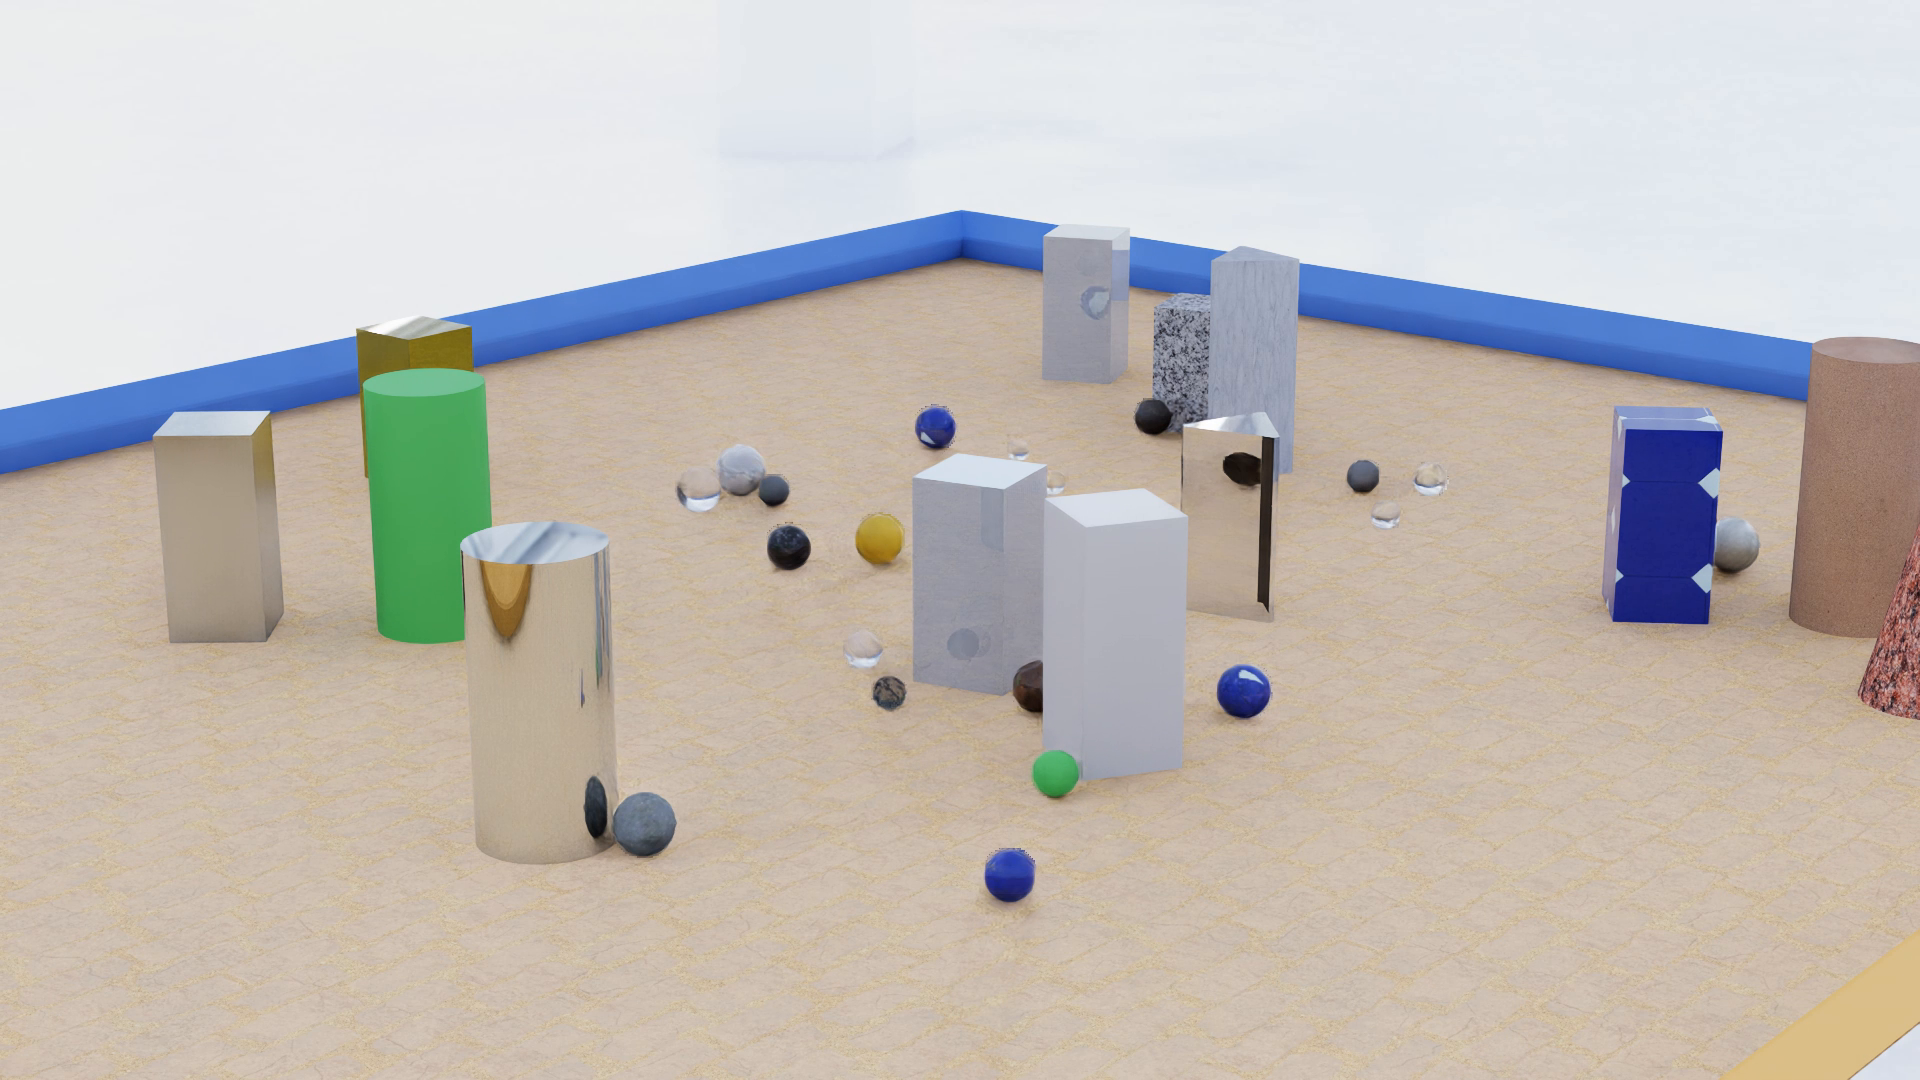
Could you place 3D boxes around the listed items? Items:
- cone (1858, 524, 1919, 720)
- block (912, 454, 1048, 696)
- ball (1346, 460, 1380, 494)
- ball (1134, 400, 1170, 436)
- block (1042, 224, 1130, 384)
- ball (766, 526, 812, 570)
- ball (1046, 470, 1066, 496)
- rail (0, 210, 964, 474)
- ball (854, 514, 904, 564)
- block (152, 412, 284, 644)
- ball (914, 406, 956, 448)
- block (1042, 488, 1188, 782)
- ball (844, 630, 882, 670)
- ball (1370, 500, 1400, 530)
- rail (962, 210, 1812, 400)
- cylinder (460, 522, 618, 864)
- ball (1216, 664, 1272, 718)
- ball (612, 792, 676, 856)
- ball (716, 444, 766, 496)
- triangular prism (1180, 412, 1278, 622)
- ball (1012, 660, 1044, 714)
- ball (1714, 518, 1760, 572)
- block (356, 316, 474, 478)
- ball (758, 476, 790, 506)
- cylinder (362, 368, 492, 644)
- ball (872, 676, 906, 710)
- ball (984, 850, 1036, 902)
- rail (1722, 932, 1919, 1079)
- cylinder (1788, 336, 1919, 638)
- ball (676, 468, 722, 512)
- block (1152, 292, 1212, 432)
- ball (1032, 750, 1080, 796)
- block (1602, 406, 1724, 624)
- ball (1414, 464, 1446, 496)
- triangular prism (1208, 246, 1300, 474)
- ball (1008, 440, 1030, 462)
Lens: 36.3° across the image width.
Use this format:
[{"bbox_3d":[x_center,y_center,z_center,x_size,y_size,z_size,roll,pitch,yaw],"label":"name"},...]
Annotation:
[{"bbox_3d":[1.519,0.049,4.560,0.200,0.423,0.200,0,17,0],"label":"cone"},{"bbox_3d":[0.032,0.053,4.689,0.160,0.340,0.160,8,19,25],"label":"block"},{"bbox_3d":[0.792,-0.125,5.758,0.065,0.065,0.065,0,17,0],"label":"ball"},{"bbox_3d":[0.407,-0.259,6.185,0.075,0.075,0.075,0,17,0],"label":"ball"},{"bbox_3d":[0.287,-0.538,6.671,0.160,0.330,0.160,5,18,17],"label":"block"},{"bbox_3d":[-0.308,0.013,5.271,0.081,0.081,0.081,0,17,0],"label":"ball"},{"bbox_3d":[0.181,-0.113,5.742,0.051,0.051,0.051,0,17,0],"label":"ball"},{"bbox_3d":[-1.474,-0.337,6.345,0.045,0.130,4.565,14,22,39],"label":"rail"},{"bbox_3d":[-0.146,-0.001,5.304,0.089,0.089,0.089,0,17,0],"label":"ball"},{"bbox_3d":[-1.239,-0.023,4.912,0.160,0.357,0.160,0,17,-2],"label":"block"},{"bbox_3d":[-0.051,-0.233,6.079,0.086,0.086,0.086,0,17,0],"label":"ball"},{"bbox_3d":[0.227,0.138,4.327,0.160,0.387,0.160,-6,18,-19],"label":"block"},{"bbox_3d":[-0.157,0.178,4.756,0.062,0.062,0.062,0,17,0],"label":"ball"},{"bbox_3d":[0.800,-0.048,5.516,0.057,0.057,0.057,0,17,0],"label":"ball"},{"bbox_3d":[1.481,-0.459,6.753,3.952,0.130,0.045,14,22,39],"label":"rail"},{"bbox_3d":[-0.574,0.208,4.022,0.200,0.428,0.200,0,17,0],"label":"cylinder"},{"bbox_3d":[0.439,0.234,4.534,0.084,0.084,0.084,0,17,0],"label":"ball"},{"bbox_3d":[-0.432,0.389,4.014,0.087,0.087,0.087,0,17,0],"label":"ball"},{"bbox_3d":[-0.429,-0.136,5.735,0.100,0.100,0.100,0,17,0],"label":"ball"},{"bbox_3d":[0.488,-0.046,5.043,0.173,0.326,0.150,9,19,26],"label":"triangular prism"},{"bbox_3d":[0.122,0.229,4.556,0.081,0.081,0.081,0,17,0],"label":"ball"},{"bbox_3d":[1.386,0.009,5.259,0.096,0.096,0.096,0,17,0],"label":"ball"},{"bbox_3d":[-1.079,-0.274,5.838,0.160,0.305,0.160,14,21,38],"label":"block"},{"bbox_3d":[-0.360,-0.095,5.667,0.060,0.060,0.060,0,17,0],"label":"ball"},{"bbox_3d":[-0.887,-0.059,4.917,0.200,0.423,0.200,0,17,0],"label":"cylinder"},{"bbox_3d":[-0.110,0.238,4.573,0.053,0.053,0.053,0,17,0],"label":"ball"},{"bbox_3d":[0.066,0.443,3.866,0.069,0.069,0.069,0,17,0],"label":"ball"},{"bbox_3d":[1.474,0.402,3.894,0.045,0.130,4.565,14,22,39],"label":"rail"},{"bbox_3d":[1.518,-0.090,4.938,0.200,0.472,0.200,0,17,0],"label":"cylinder"},{"bbox_3d":[-0.501,-0.096,5.625,0.087,0.087,0.087,0,17,0],"label":"ball"},{"bbox_3d":[0.513,-0.374,6.236,0.160,0.266,0.160,7,18,22],"label":"block"},{"bbox_3d":[0.138,0.336,4.225,0.067,0.067,0.067,0,17,0],"label":"ball"},{"bbox_3d":[1.198,-0.044,5.013,0.160,0.339,0.160,1,17,5],"label":"block"},{"bbox_3d":[0.919,-0.118,5.736,0.064,0.064,0.064,0,17,0],"label":"ball"},{"bbox_3d":[0.576,-0.363,5.905,0.173,0.436,0.150,-2,17,-5],"label":"triangular prism"},{"bbox_3d":[0.119,-0.183,5.982,0.046,0.046,0.046,0,17,0],"label":"ball"}]
